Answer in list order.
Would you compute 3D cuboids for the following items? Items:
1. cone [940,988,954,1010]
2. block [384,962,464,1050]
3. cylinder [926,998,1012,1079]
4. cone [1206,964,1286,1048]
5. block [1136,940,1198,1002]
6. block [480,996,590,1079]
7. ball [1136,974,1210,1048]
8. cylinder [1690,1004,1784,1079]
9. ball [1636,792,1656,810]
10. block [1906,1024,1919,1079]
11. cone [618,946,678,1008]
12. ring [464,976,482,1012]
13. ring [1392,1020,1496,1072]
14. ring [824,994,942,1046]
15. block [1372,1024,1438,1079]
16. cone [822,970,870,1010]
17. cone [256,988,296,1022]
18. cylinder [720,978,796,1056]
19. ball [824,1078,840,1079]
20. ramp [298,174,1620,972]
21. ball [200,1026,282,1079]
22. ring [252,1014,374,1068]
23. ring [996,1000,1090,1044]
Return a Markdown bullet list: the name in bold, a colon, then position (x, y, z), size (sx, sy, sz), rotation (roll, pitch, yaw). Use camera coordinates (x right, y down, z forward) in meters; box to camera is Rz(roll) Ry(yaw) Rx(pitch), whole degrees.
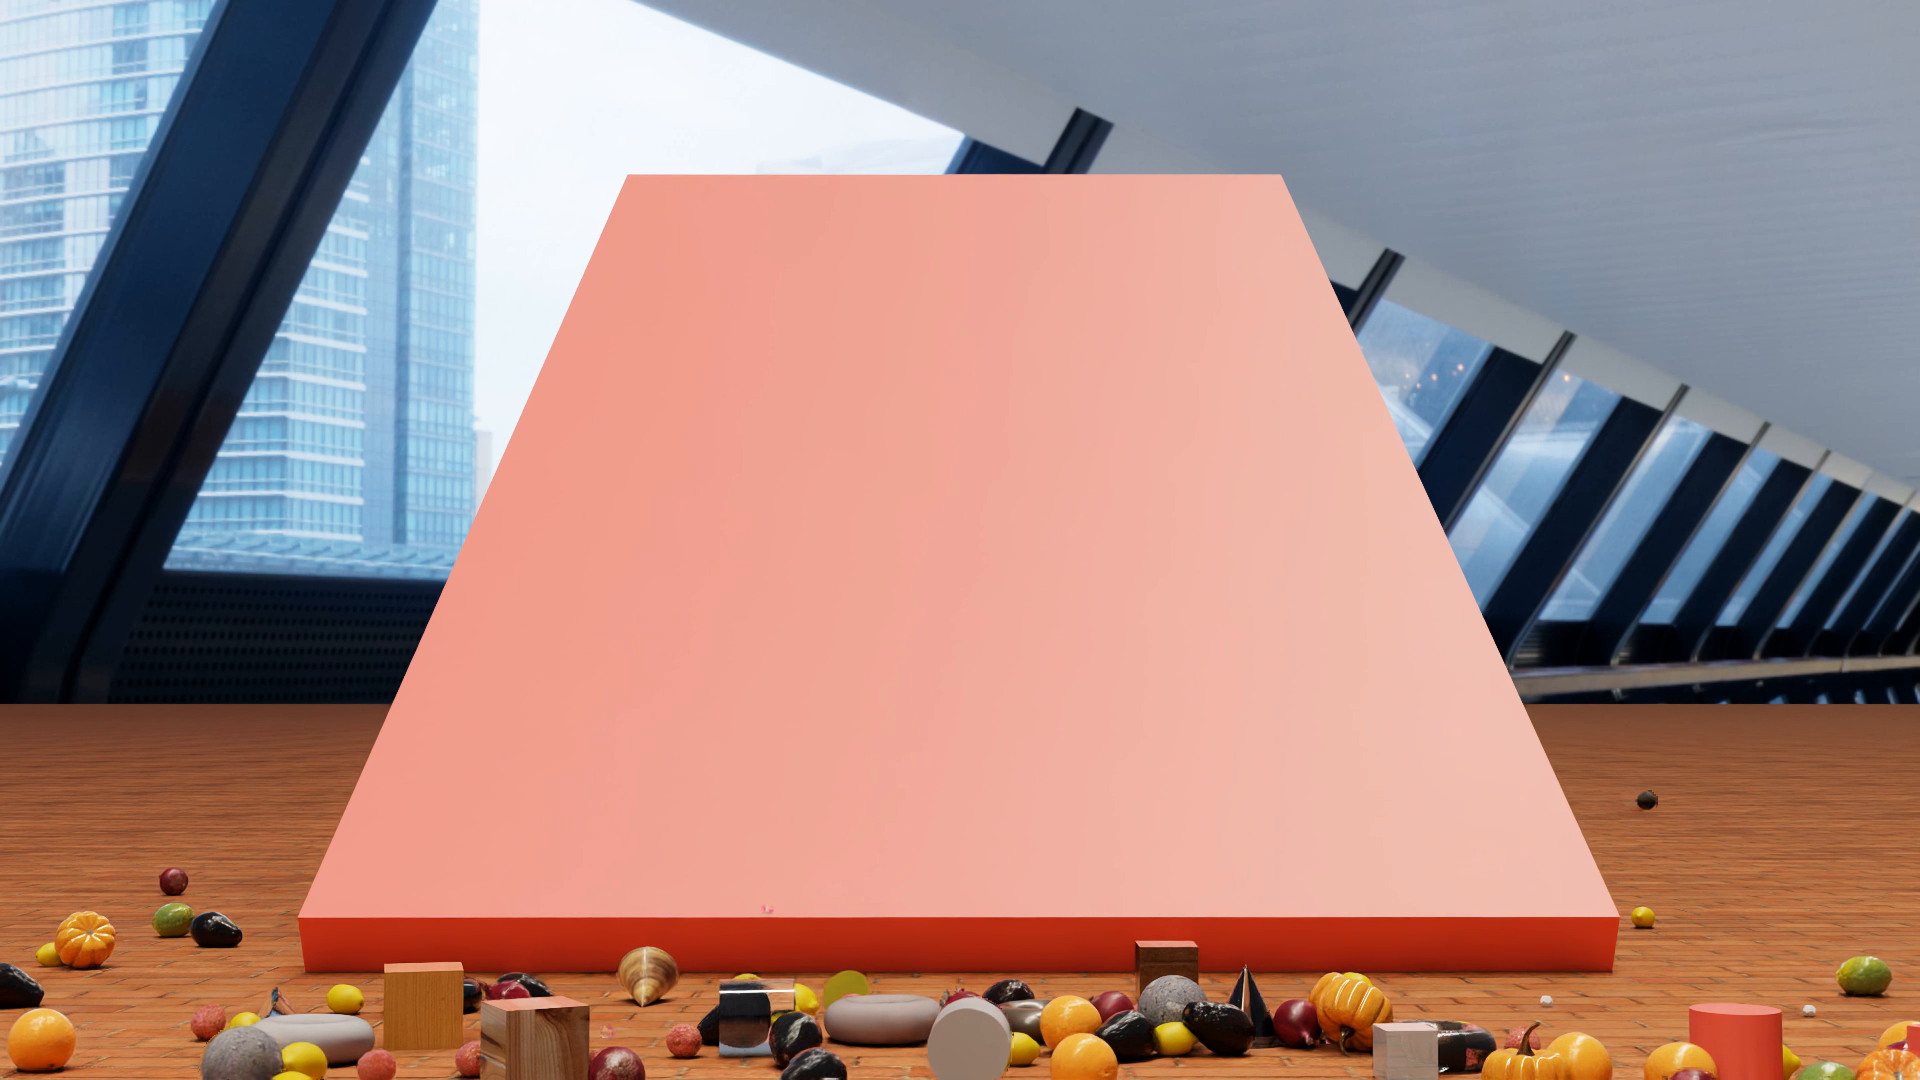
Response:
- **cone**: position (-0.017, 0.594, 2.973), size (0.051, 0.051, 0.051), rotation (0, -4, 0)
- **block**: position (-0.652, 0.565, 2.841), size (0.092, 0.092, 0.092), rotation (1, -4, -14)
- **cylinder**: position (0.010, 0.546, 2.539), size (0.089, 0.089, 0.089), rotation (0, -4, 2)
- **cone**: position (0.348, 0.563, 2.848), size (0.096, 0.096, 0.096), rotation (0, -4, 0)
- **block**: position (0.284, 0.597, 3.224), size (0.080, 0.080, 0.080), rotation (0, -4, 0)
- **block**: position (-0.457, 0.543, 2.511), size (0.091, 0.091, 0.091), rotation (2, -4, -28)
- **ball**: position (0.256, 0.565, 2.804), size (0.087, 0.087, 0.087), rotation (0, -4, 0)
- **cylinder**: position (0.814, 0.539, 2.455), size (0.093, 0.093, 0.093), rotation (0, -4, 0)
- **ball**: position (2.560, 0.974, 8.736), size (0.068, 0.068, 0.068), rotation (0, -4, 0)
- **block**: position (1.025, 0.537, 2.375), size (0.085, 0.085, 0.085), rotation (2, -4, -30)
- **cone**: position (-0.431, 0.617, 3.209), size (0.085, 0.085, 0.085), rotation (0, 23, -2)
- **ring**: position (-0.706, 0.610, 3.140), size (0.131, 0.044, 0.131), rotation (1, -5, 0)
- **ring**: position (0.541, 0.577, 2.671), size (0.139, 0.046, 0.139), rotation (1, -4, 0)
- **ring**: position (-0.093, 0.589, 2.874), size (0.150, 0.050, 0.150), rotation (-1, -5, 0)
- **block**: position (0.490, 0.565, 2.575), size (0.057, 0.057, 0.057), rotation (0, -4, -5)
- **cone**: position (-0.139, 0.614, 3.107), size (0.066, 0.066, 0.066), rotation (-1, -31, 20)
- **cone**: position (-0.851, 0.606, 2.961), size (0.059, 0.059, 0.059), rotation (31, -16, -21)
- **cylinder**: position (-0.239, 0.561, 2.756), size (0.088, 0.088, 0.088), rotation (0, -4, -6)
- **ball**: position (-0.124, 0.545, 2.257), size (0.053, 0.053, 0.053), rotation (0, -4, 0)
- **ramp**: position (-0.009, -0.229, 5.375), size (2.000, 0.100, 4.000), rotation (0, 25, 0)
- **ball**: position (-0.737, 0.541, 2.401), size (0.081, 0.081, 0.081), rotation (0, -4, 0)
- **ring**: position (-0.751, 0.578, 2.707), size (0.146, 0.049, 0.146), rotation (1, -5, 0)
- **ring**: position (0.097, 0.593, 2.881), size (0.129, 0.043, 0.129), rotation (-1, -3, 0)
